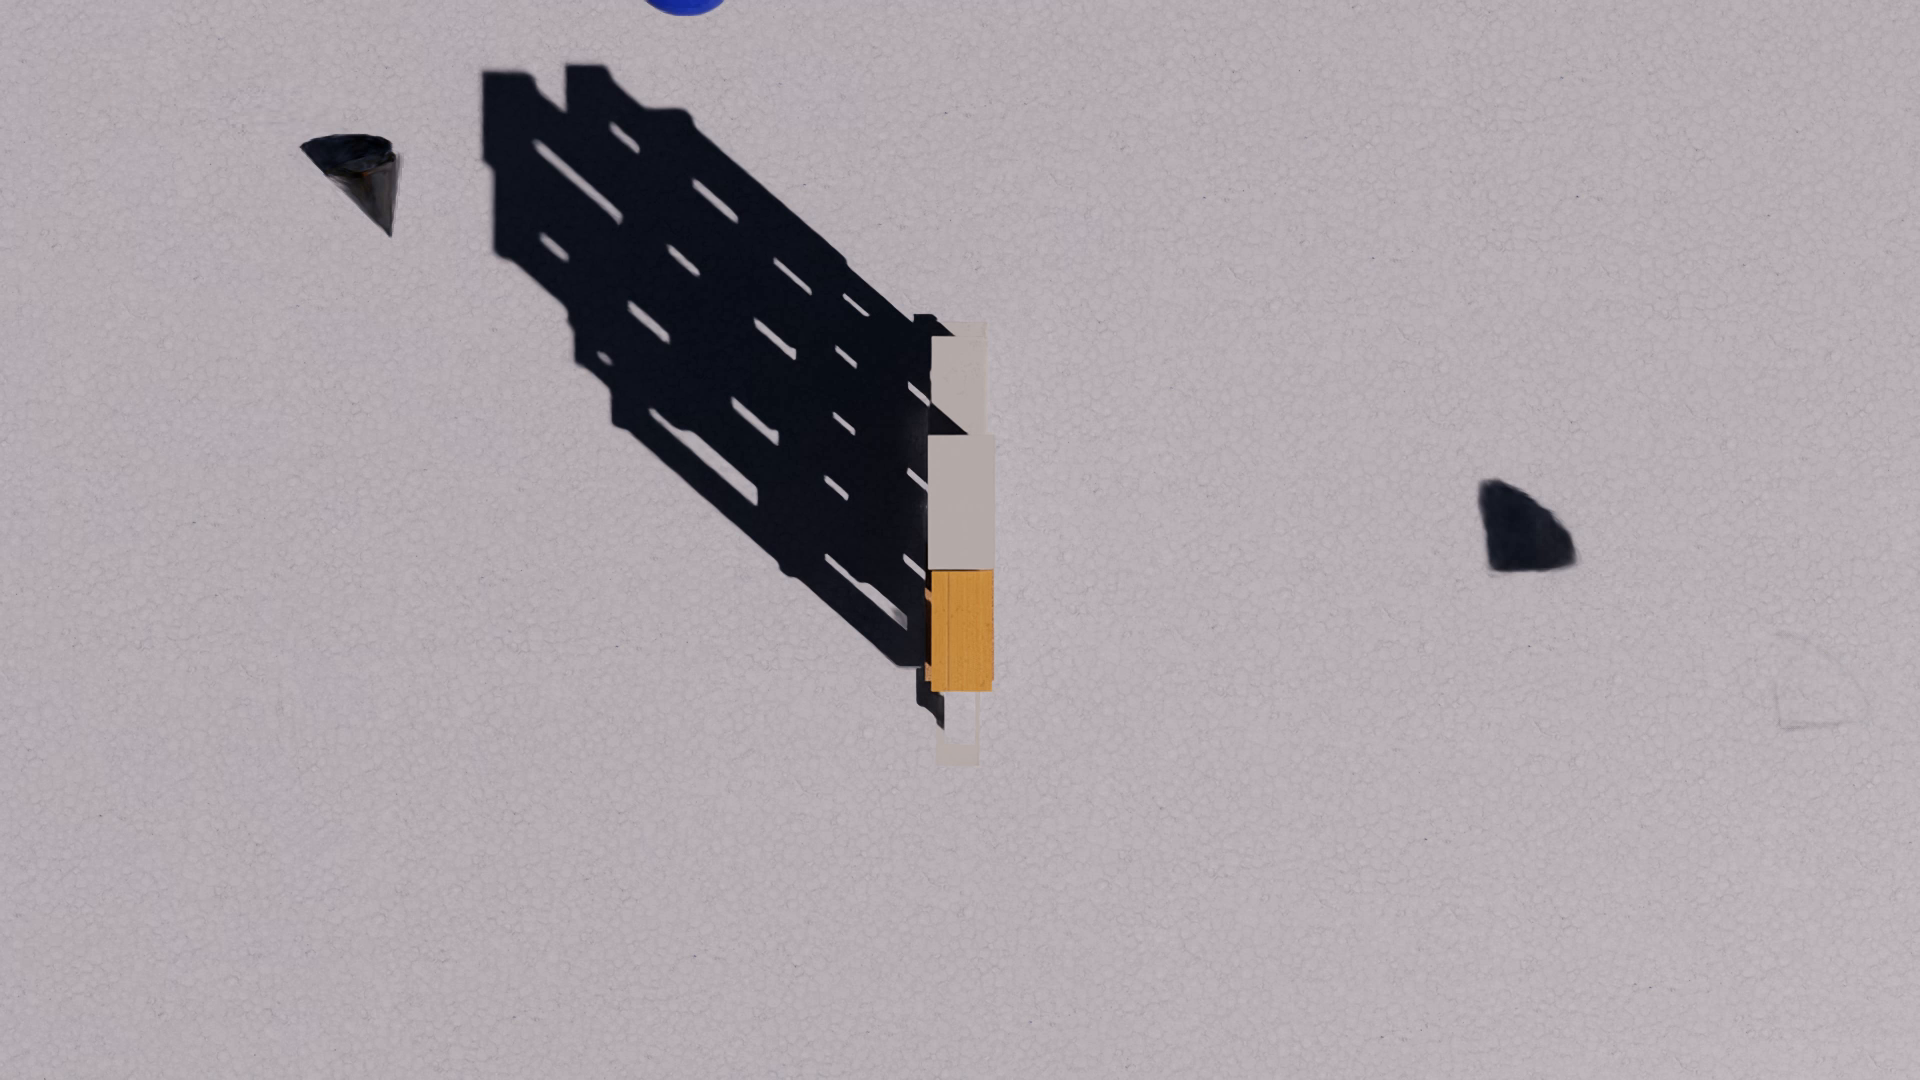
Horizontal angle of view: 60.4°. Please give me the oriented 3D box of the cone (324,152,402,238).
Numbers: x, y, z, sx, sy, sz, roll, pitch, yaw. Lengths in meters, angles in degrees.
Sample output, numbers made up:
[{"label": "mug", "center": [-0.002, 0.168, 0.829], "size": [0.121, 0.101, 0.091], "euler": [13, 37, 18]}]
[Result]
[{"label": "cone", "center": [-1.923, -1.116, 5.442], "size": [0.256, 0.256, 0.256], "euler": [-12, 117, 0]}]

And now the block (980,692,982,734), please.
[{"label": "block", "center": [0.000, 0.447, 4.889], "size": [0.125, 0.035, 0.250], "euler": [0, 91, 0]}]

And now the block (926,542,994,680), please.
[{"label": "block", "center": [-0.001, 0.177, 4.100], "size": [0.171, 0.048, 0.342], "euler": [0, 90, 0]}]

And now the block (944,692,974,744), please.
[{"label": "block", "center": [-0.001, 0.428, 4.055], "size": [0.075, 0.021, 0.149], "euler": [0, 91, 0]}]

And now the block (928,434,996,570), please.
[{"label": "block", "center": [0.003, -0.086, 3.751], "size": [0.152, 0.043, 0.303], "euler": [0, 90, 0]}]

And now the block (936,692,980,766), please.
[{"label": "block", "center": [-0.006, 0.468, 4.232], "size": [0.110, 0.031, 0.221], "euler": [0, 91, 0]}]

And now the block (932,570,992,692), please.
[{"label": "block", "center": [0.004, 0.208, 3.782], "size": [0.137, 0.039, 0.275], "euler": [0, 90, 0]}]

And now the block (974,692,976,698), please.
[{"label": "block", "center": [0.000, 0.379, 4.140], "size": [0.075, 0.149, 0.021], "euler": [0, 89, 0]}]

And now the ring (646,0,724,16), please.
[{"label": "ring", "center": [-0.910, -1.910, 5.411], "size": [0.384, 0.128, 0.384], "euler": [0, 89, -12]}]

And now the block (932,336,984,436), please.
[{"label": "block", "center": [-0.006, -0.372, 4.066], "size": [0.129, 0.036, 0.257], "euler": [0, 90, 0]}]

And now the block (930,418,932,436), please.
[{"label": "block", "center": [-0.010, -0.285, 4.213], "size": [0.129, 0.257, 0.036], "euler": [0, 90, 0]}]

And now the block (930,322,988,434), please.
[{"label": "block", "center": [-0.004, -0.422, 4.364], "size": [0.152, 0.043, 0.304], "euler": [0, 90, 0]}]
